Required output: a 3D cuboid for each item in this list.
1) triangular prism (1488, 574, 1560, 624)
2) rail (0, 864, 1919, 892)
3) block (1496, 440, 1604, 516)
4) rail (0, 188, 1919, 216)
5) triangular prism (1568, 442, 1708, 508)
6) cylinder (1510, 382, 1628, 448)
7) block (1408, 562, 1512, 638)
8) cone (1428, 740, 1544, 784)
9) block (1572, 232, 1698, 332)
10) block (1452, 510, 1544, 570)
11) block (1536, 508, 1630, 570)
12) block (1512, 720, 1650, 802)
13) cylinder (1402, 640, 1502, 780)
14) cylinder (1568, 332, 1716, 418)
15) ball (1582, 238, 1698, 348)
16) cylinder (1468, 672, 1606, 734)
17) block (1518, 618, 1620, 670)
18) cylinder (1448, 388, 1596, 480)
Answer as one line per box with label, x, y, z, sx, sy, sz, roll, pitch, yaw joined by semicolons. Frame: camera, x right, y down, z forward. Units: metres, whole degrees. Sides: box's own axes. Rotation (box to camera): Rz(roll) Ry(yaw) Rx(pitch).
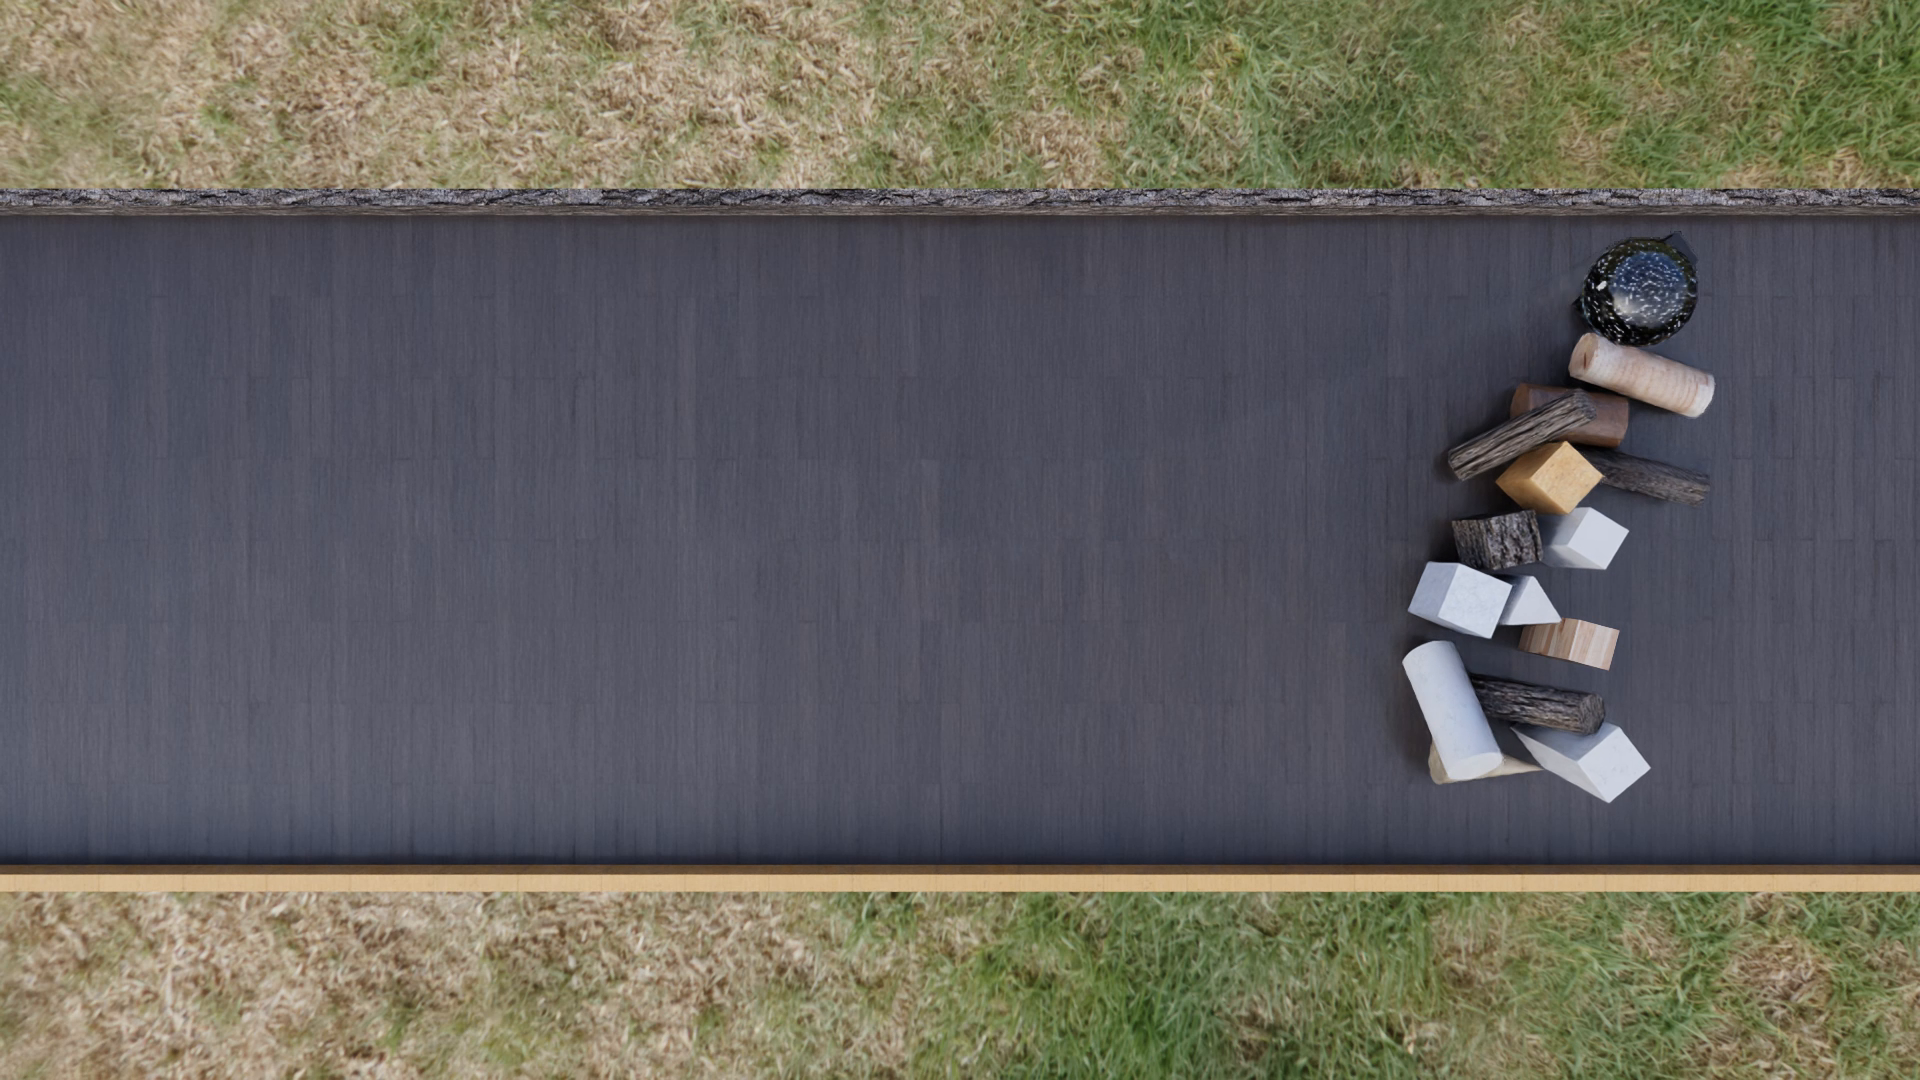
triangular prism;1.640;0.170;4.911;0.156;0.317;0.135;-3;90;-5
rail;-2.247;1.025;5.001;12.000;0.150;0.050;0;90;0
block;1.751;-0.181;4.917;0.150;0.318;0.150;43;90;0
rail;-2.247;-1.025;5.002;12.000;0.150;0.050;0;90;0
triangular prism;2.024;-0.209;4.966;0.422;0.091;0.105;17;90;18
cylinder;1.842;-0.377;4.995;0.301;0.163;0.163;8;90;0
block;1.486;0.176;4.920;0.167;0.311;0.167;23;90;-1
cone;1.618;0.678;5.010;0.334;0.165;0.165;7;90;-5
block;2.055;-0.784;5.022;0.343;0.110;0.110;-35;90;0
block;1.600;-0.001;4.919;0.150;0.315;0.150;-12;90;0
block;1.794;-0.005;4.857;0.127;0.438;0.127;31;90;0
block;1.817;0.609;4.849;0.154;0.438;0.154;-40;98;0
cylinder;1.462;0.503;4.902;0.164;0.164;0.383;-13;56;0
cylinder;2.058;-0.498;4.981;0.396;0.144;0.144;17;90;-7
ball;1.979;-0.719;4.806;0.317;0.317;0.317;0;90;0
cylinder;1.668;0.478;4.854;0.119;0.449;0.119;-3;95;-32
block;1.788;0.296;4.863;0.117;0.428;0.117;15;90;0
cylinder;1.662;-0.310;4.895;0.430;0.106;0.106;-30;90;41
